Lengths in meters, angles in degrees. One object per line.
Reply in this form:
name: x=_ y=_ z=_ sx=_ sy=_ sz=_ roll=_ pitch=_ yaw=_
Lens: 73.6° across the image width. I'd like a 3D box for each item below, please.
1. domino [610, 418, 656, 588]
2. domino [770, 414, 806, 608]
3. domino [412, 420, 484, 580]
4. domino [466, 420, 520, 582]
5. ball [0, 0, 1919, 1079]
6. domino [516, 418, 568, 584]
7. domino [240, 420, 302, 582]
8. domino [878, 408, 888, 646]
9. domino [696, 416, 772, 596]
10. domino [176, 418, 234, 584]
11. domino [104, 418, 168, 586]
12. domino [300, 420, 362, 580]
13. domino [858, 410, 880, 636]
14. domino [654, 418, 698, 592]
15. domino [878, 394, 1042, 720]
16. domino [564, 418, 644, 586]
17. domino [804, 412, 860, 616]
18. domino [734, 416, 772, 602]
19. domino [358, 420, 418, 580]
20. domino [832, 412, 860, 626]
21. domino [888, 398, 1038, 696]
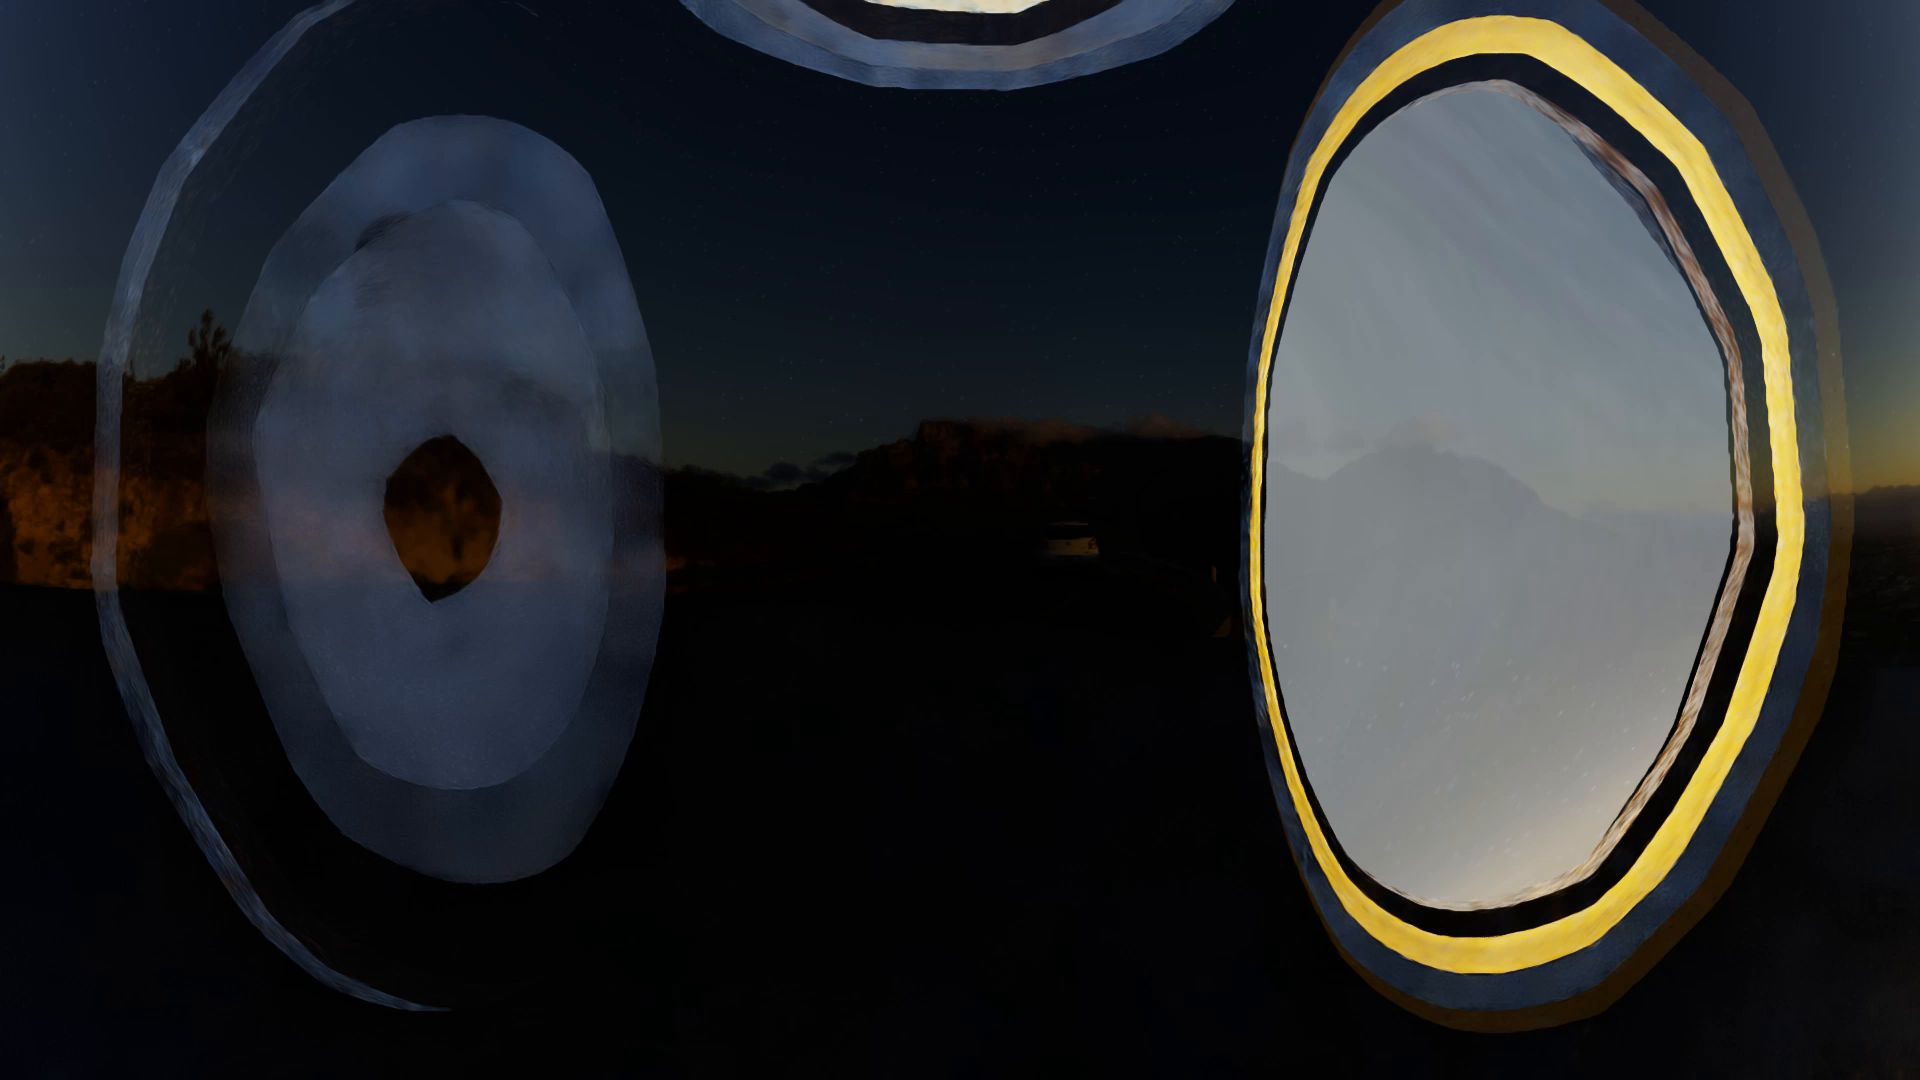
domino: x=-0.093 y=-0.012 z=0.389 sx=0.010 sy=0.050 sz=0.025 roll=2 pitch=5 yaw=29
domino: x=-0.037 y=-0.008 z=0.341 sx=0.025 sy=0.050 sz=0.010 roll=-3 pitch=5 yaw=-38
domino: x=-0.163 y=-0.013 z=0.411 sx=0.010 sy=0.050 sz=0.025 roll=0 pitch=4 yaw=6
domino: x=-0.145 y=-0.013 z=0.408 sx=0.009 sy=0.050 sz=0.025 roll=1 pitch=4 yaw=12
ball: x=0.000 y=-0.002 z=0.056 sx=0.080 sy=0.080 sz=0.080 roll=0 pitch=4 yaw=0
domino: x=-0.127 y=-0.013 z=0.403 sx=0.009 sy=0.050 sz=0.025 roll=1 pitch=4 yaw=17
domino: x=-0.219 y=-0.013 z=0.408 sx=0.010 sy=0.050 sz=0.025 roll=-1 pitch=4 yaw=-13
domino: x=-0.004 y=-0.003 z=0.275 sx=0.025 sy=0.050 sz=0.009 roll=-1 pitch=4 yaw=-15
domino: x=-0.062 y=-0.010 z=0.368 sx=0.010 sy=0.050 sz=0.025 roll=4 pitch=6 yaw=40
domino: x=-0.237 y=-0.013 z=0.403 sx=0.010 sy=0.050 sz=0.025 roll=-1 pitch=5 yaw=-19
domino: x=-0.254 y=-0.012 z=0.396 sx=0.009 sy=0.050 sz=0.025 roll=-2 pitch=5 yaw=-21
domino: x=-0.201 y=-0.013 z=0.411 sx=0.010 sy=0.050 sz=0.025 roll=0 pitch=4 yaw=-5
domino: x=-0.010 y=-0.004 z=0.292 sx=0.025 sy=0.050 sz=0.009 roll=-2 pitch=5 yaw=-20
domino: x=-0.077 y=-0.011 z=0.379 sx=0.010 sy=0.050 sz=0.025 roll=3 pitch=5 yaw=35
domino: x=0.000 y=0.002 z=0.201 sx=0.025 sy=0.050 sz=0.009 roll=0 pitch=4 yaw=0
domino: x=-0.110 y=-0.012 z=0.397 sx=0.009 sy=0.050 sz=0.025 roll=2 pitch=5 yaw=23
domino: x=-0.026 y=-0.007 z=0.325 sx=0.025 sy=0.050 sz=0.009 roll=-3 pitch=5 yaw=-32
domino: x=-0.049 y=-0.009 z=0.355 sx=0.025 sy=0.050 sz=0.010 roll=-4 pitch=6 yaw=-43
domino: x=-0.182 y=-0.013 z=0.412 sx=0.010 sy=0.050 sz=0.025 roll=0 pitch=4 yaw=0
domino: x=-0.017 y=-0.006 z=0.309 sx=0.025 sy=0.050 sz=0.010 roll=-2 pitch=5 yaw=-26
domino: x=0.001 y=0.001 z=0.219 sx=0.025 sy=0.050 sz=0.009 roll=0 pitch=4 yaw=2
